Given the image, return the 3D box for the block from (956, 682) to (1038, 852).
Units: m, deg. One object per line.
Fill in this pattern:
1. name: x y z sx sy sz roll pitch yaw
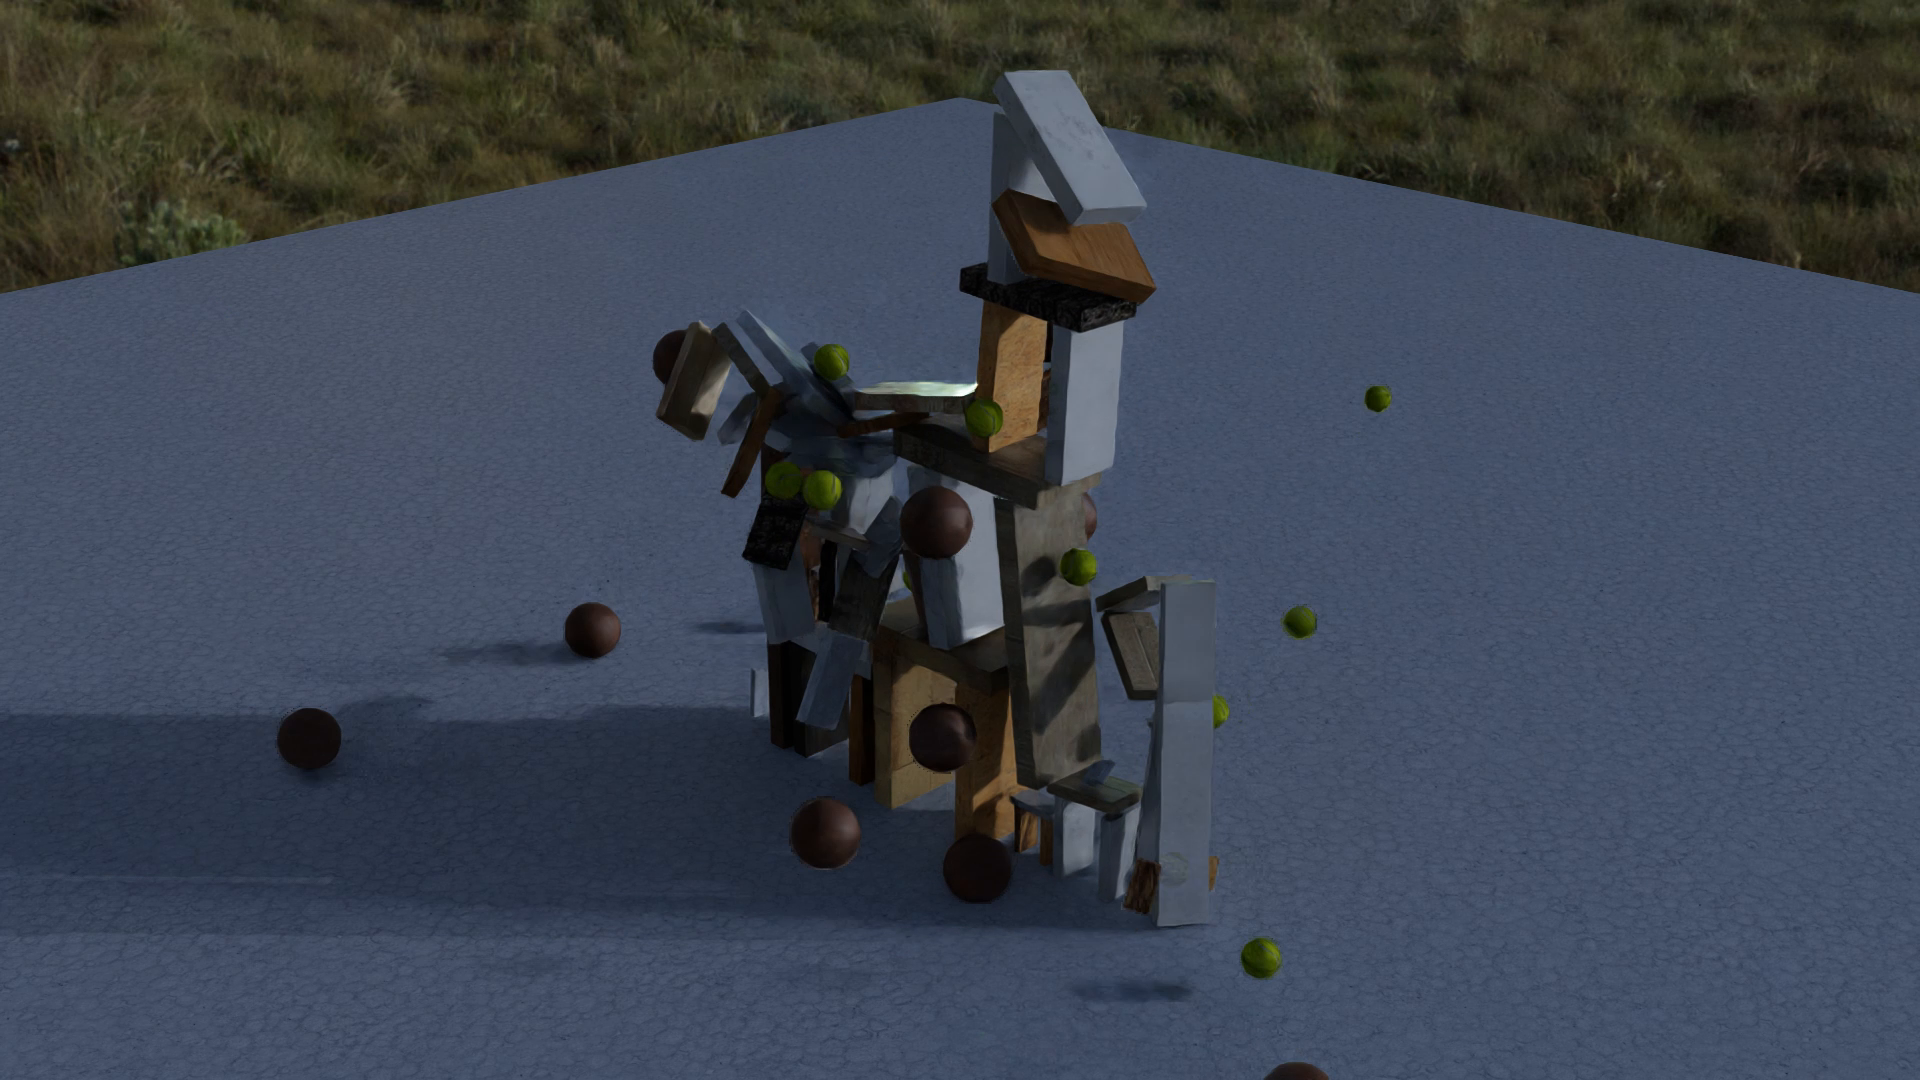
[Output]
1. block: 0.074 0.417 4.322 0.178 0.356 0.050 -20 30 -39

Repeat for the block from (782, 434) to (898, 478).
1. block: -0.227 -0.159 4.171 0.195 0.028 0.098 9 24 20

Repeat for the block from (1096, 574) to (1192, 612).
1. block: 0.343 0.101 4.111 0.097 0.028 0.194 -1 -13 -26

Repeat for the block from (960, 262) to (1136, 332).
1. block: 0.155 -0.440 3.907 0.292 0.041 0.146 24 32 39

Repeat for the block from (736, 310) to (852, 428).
1. block: -0.337 -0.343 4.414 0.114 0.032 0.371 38 7 -41

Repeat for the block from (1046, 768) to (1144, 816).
1. block: 0.255 0.471 4.145 0.088 0.025 0.176 -20 22 -39

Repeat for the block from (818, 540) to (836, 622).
1. block: -0.255 0.077 4.230 0.020 0.143 0.072 5 20 4

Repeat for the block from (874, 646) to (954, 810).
1. block: -0.092 0.353 4.473 0.178 0.356 0.050 -21 32 -41

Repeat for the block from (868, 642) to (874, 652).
1. block: -0.166 0.173 4.464 0.014 0.098 0.049 20 38 40

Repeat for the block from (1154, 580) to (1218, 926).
1. block: 0.410 0.392 4.015 0.097 0.645 0.028 -2 11 -14

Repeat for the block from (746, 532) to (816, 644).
1. block: -0.337 0.078 4.154 0.098 0.219 0.028 -22 19 -40

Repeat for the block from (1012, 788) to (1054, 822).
1. block: 0.154 0.514 4.269 0.103 0.015 0.051 21 31 41

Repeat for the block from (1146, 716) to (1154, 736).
1. block: 0.392 0.376 4.069 0.063 0.125 0.018 -22 21 -7

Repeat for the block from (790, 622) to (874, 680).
1. block: -0.226 0.211 4.548 0.258 0.037 0.129 23 32 39

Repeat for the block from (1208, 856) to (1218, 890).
1. block: 0.425 0.619 4.179 0.125 0.063 0.018 16 -20 -7

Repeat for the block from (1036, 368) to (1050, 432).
1. block: 0.153 -0.263 4.226 0.167 0.084 0.024 -35 19 1

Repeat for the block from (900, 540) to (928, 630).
1. block: -0.050 0.078 4.277 0.092 0.184 0.026 -22 30 -15

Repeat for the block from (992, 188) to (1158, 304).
1. block: 0.198 -0.500 3.753 0.299 0.042 0.149 8 49 -44

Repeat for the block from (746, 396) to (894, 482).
1. block: -0.276 -0.206 4.357 0.153 0.043 0.306 -22 32 -32

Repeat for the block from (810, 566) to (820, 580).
1. block: -0.253 0.076 4.520 0.105 0.015 0.053 24 33 37

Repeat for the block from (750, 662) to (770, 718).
1. block: -0.431 0.328 4.834 0.059 0.119 0.017 -17 35 -35

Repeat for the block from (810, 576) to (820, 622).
1. block: -0.285 0.117 4.570 0.053 0.105 0.015 -21 39 -41

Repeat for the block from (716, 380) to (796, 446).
1. block: -0.418 -0.261 4.522 0.110 0.031 0.220 -22 -9 -27

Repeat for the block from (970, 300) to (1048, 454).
1. block: 0.093 -0.318 4.037 0.041 0.292 0.146 23 31 33

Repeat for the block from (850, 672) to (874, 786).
1. block: -0.168 0.369 4.558 0.129 0.258 0.037 -21 33 -41

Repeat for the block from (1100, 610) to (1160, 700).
1. block: 0.338 0.217 4.121 0.097 0.028 0.194 4 45 -23

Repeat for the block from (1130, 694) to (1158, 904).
1. block: 0.370 0.477 4.076 0.063 0.433 0.018 2 18 -13

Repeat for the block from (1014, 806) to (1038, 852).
1. block: 0.130 0.558 4.314 0.015 0.103 0.051 21 31 41

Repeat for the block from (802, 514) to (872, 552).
1. block: -0.244 -0.017 4.156 0.143 0.020 0.072 18 12 -38

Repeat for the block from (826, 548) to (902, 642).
1. block: -0.185 0.095 4.227 0.092 0.184 0.026 17 -1 28

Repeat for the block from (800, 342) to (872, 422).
1. block: -0.242 -0.303 4.360 0.032 0.114 0.229 -34 34 -7

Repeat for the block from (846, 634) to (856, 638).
1. block: -0.213 0.151 4.515 0.014 0.098 0.049 15 27 43

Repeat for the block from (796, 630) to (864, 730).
1. block: -0.253 0.275 4.297 0.026 0.184 0.092 17 -2 39

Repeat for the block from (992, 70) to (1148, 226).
1. block: 0.186 -0.669 3.738 0.149 0.042 0.299 -11 64 -39

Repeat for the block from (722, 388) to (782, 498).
1. block: -0.389 -0.182 4.118 0.028 0.098 0.195 25 60 -10

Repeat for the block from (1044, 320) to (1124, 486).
1. block: 0.221 -0.254 3.910 0.041 0.292 0.146 22 31 37

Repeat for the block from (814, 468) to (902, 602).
1. block: -0.200 -0.017 4.366 0.153 0.306 0.043 -25 34 -33

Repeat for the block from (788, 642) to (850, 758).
1. block: -0.297 0.320 4.675 0.037 0.258 0.129 19 30 41

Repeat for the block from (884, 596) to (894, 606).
1. block: -0.188 0.120 4.448 0.098 0.014 0.049 17 35 35

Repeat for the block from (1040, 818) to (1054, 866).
1. block: 0.178 0.577 4.270 0.015 0.103 0.051 21 31 41

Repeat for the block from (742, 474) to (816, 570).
1. block: -0.334 -0.034 4.058 0.084 0.167 0.024 14 -13 19

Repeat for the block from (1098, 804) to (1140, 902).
1. block: 0.301 0.589 4.148 0.025 0.176 0.088 22 31 40

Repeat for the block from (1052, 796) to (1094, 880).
1. block: 0.219 0.556 4.225 0.088 0.175 0.025 -20 31 -40

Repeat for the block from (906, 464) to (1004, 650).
1. block: 0.001 0.011 4.226 0.051 0.360 0.180 9 23 44

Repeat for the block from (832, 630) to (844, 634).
1. block: -0.234 0.141 4.526 0.053 0.105 0.015 -21 40 -41

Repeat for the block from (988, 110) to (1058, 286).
1. block: 0.120 -0.610 3.864 0.042 0.299 0.149 22 30 38

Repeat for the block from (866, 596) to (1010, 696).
1. block: -0.007 0.198 4.315 0.356 0.050 0.178 21 31 40

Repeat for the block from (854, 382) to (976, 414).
1. block: -0.071 -0.271 4.167 0.229 0.032 0.114 4 17 28

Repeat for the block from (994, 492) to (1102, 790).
1. block: 0.168 0.174 4.127 0.180 0.567 0.051 -19 22 -39

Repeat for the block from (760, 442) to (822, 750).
1. block: -0.335 0.098 4.609 0.043 0.713 0.153 24 35 39

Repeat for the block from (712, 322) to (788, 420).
1. block: -0.415 -0.334 4.344 0.031 0.110 0.221 -36 42 -2

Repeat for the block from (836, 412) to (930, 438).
1. block: -0.147 -0.224 4.196 0.167 0.024 0.084 -8 9 43

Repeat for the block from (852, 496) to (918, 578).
1. block: -0.144 -0.005 4.179 0.020 0.143 0.072 9 33 -52

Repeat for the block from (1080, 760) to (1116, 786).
1. block: 0.256 0.434 4.093 0.013 0.047 0.094 38 -17 -6

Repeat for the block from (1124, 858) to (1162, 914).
1. block: 0.334 0.633 4.020 0.047 0.094 0.013 16 12 5

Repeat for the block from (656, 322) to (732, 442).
1. block: -0.544 -0.328 4.547 0.031 0.221 0.110 -3 -28 45

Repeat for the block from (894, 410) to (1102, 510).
1. block: 0.067 -0.155 4.096 0.360 0.051 0.180 23 31 38
